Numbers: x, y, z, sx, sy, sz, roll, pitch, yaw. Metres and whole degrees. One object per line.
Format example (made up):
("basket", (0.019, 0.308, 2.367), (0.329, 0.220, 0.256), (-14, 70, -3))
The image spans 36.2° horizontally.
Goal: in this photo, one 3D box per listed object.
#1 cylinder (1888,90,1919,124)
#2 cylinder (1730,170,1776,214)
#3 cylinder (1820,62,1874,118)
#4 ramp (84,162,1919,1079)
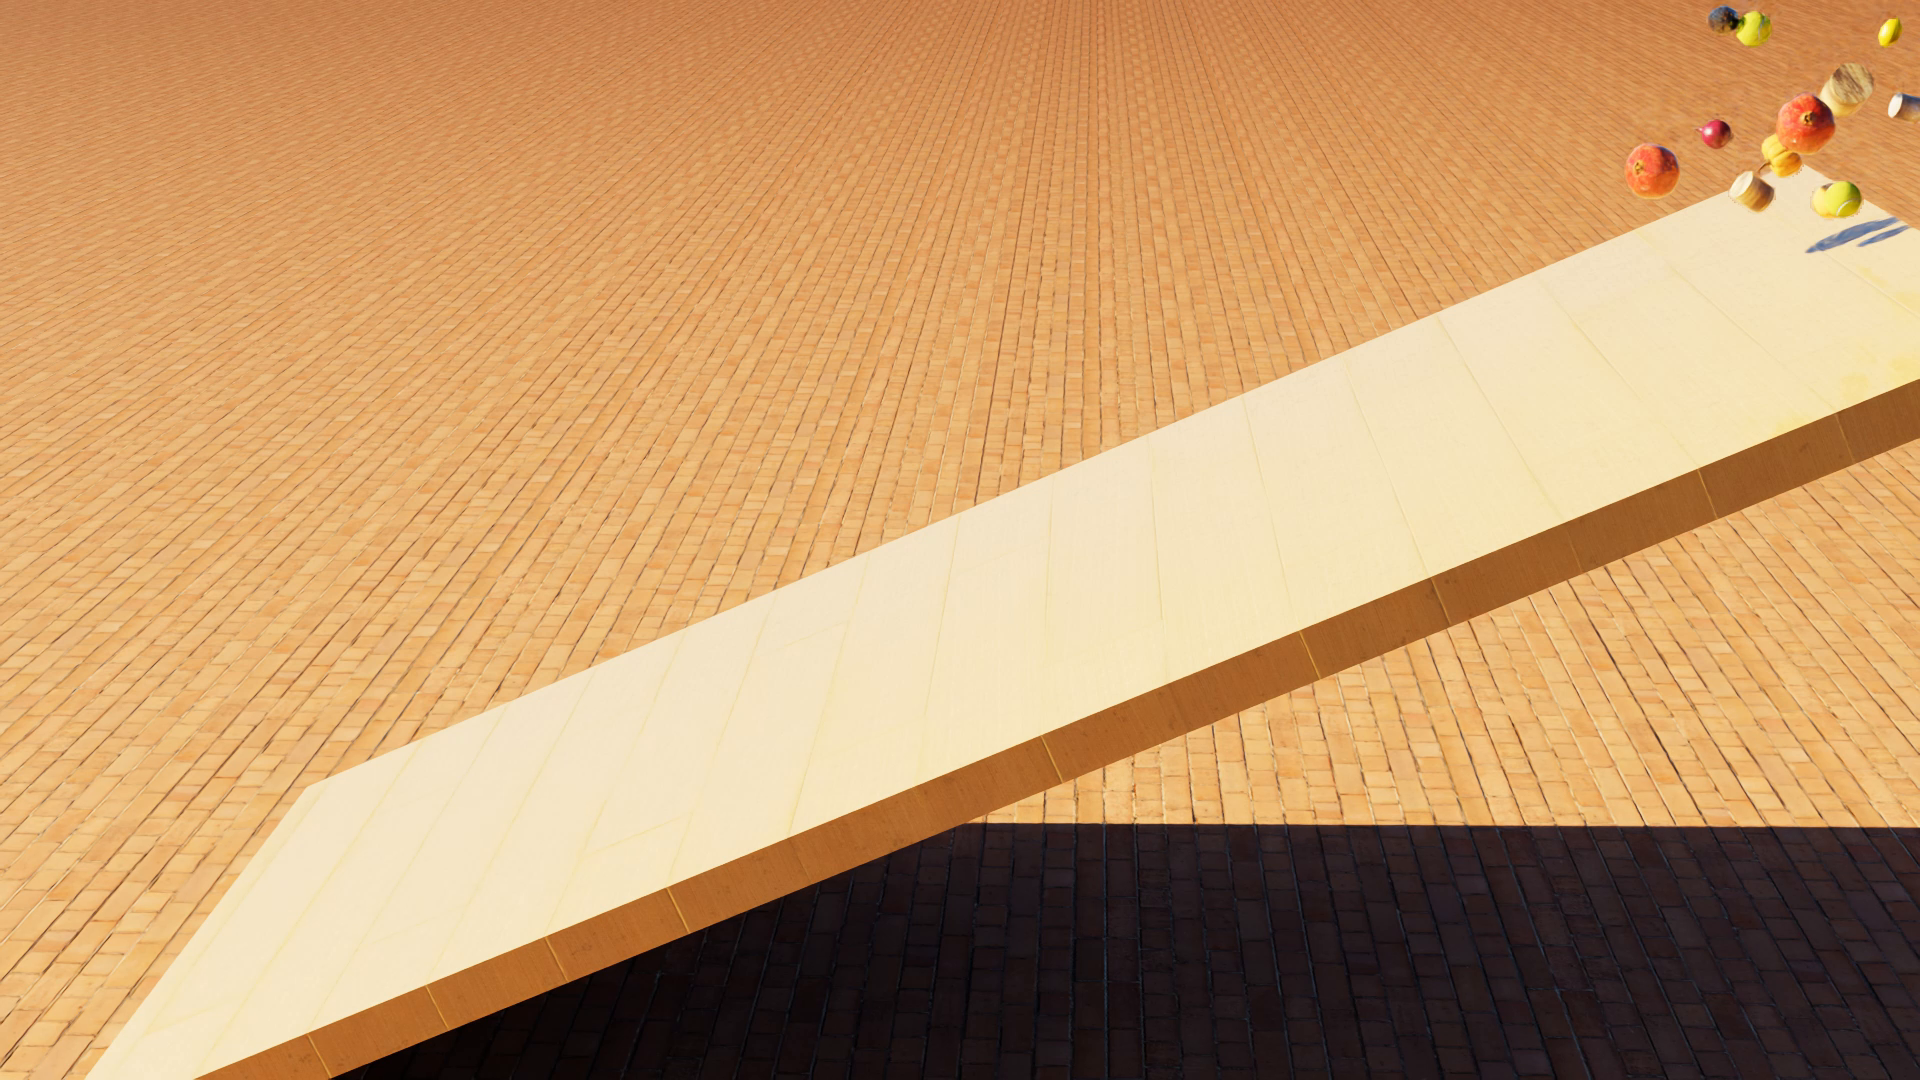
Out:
("cylinder", (1.918, -0.875, 5.956), (0.052, 0.052, 0.052), (23, 14, -5))
("cylinder", (1.613, -0.708, 5.985), (0.063, 0.063, 0.063), (33, 7, -16))
("cylinder", (1.761, -0.893, 5.837), (0.083, 0.083, 0.083), (0, -12, 1))
("ramp", (0.131, 0.170, 6.285), (4.000, 0.100, 2.000), (-23, 13, 8))
